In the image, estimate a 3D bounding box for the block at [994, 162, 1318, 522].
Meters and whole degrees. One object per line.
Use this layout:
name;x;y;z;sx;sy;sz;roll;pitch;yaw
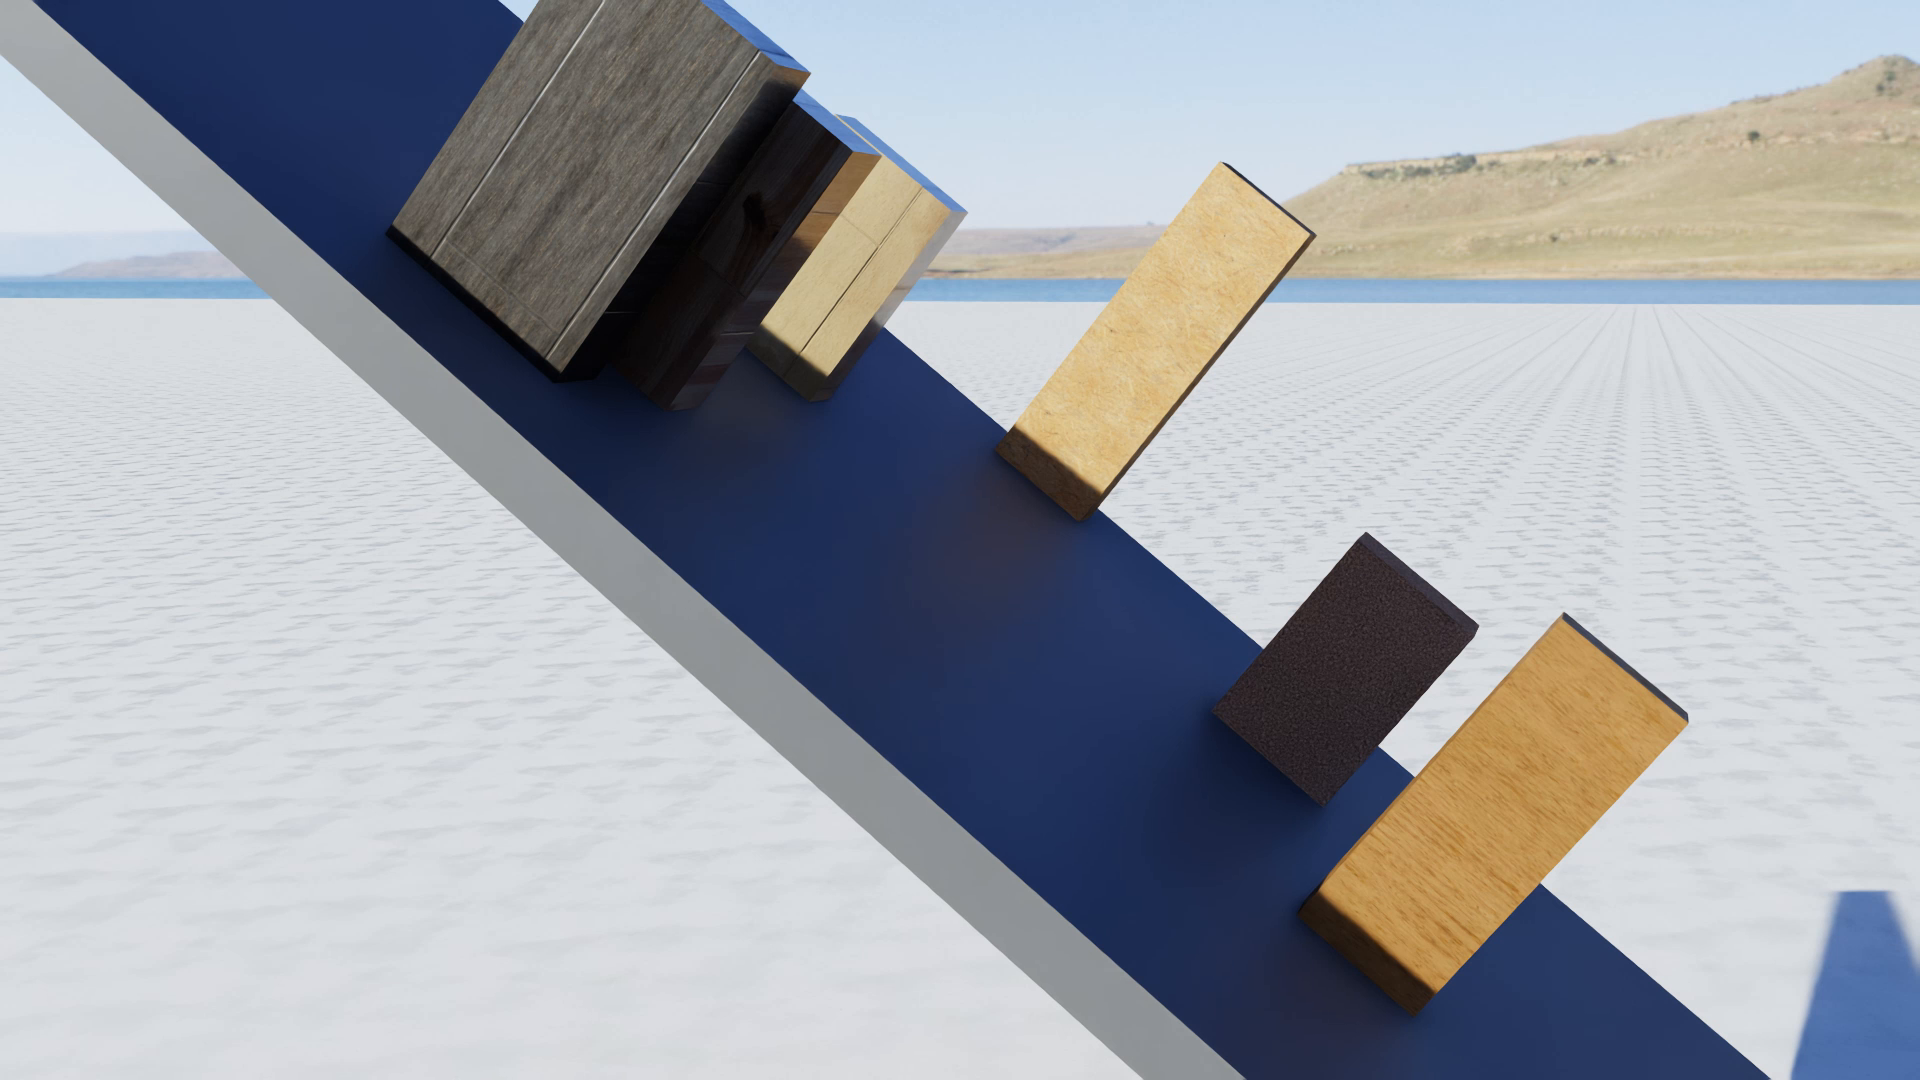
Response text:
block;0.416;-0.421;4.735;0.246;0.787;0.105;41;16;9

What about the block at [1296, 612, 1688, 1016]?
block;0.851;0.444;3.540;0.248;0.651;0.086;41;16;9

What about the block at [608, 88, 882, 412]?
block;-0.444;-0.541;3.659;0.366;0.536;0.141;41;16;9

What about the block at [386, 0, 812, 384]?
block;-0.568;-0.600;3.426;0.371;0.607;0.142;41;16;9

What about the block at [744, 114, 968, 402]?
block;-0.246;-0.538;4.221;0.293;0.460;0.111;41;16;9

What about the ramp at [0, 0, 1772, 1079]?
ramp;-0.020;0.072;4.049;4.000;0.100;2.000;41;16;9

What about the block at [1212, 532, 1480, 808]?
block;0.741;0.247;4.232;0.281;0.439;0.141;41;16;9
